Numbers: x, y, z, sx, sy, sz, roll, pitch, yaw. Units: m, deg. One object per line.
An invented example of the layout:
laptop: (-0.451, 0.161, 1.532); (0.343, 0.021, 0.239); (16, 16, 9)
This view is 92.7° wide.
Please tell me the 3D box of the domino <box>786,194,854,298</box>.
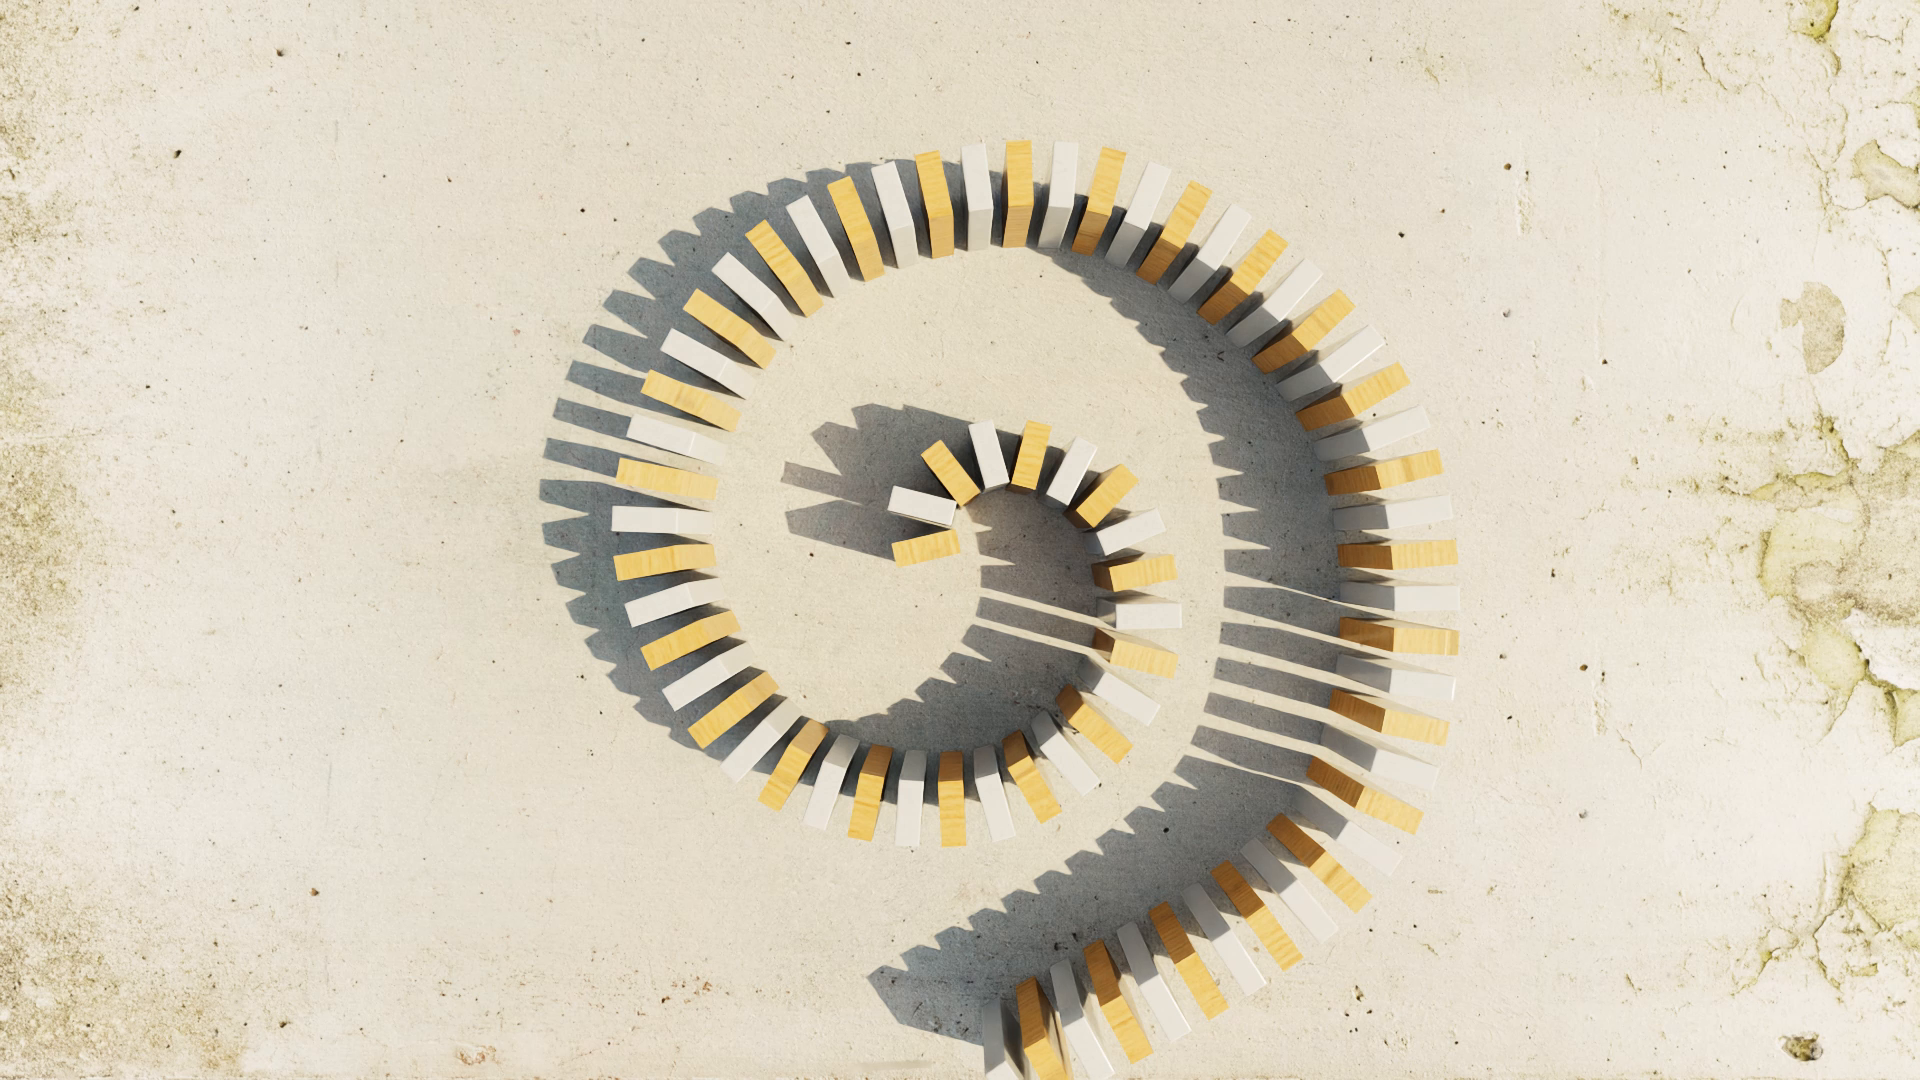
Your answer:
domino: (-0.057, -0.119, 0.375); (0.010, 0.050, 0.025); (-29, 90, 0)

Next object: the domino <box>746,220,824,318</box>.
domino: (-0.071, -0.110, 0.375); (0.010, 0.050, 0.025); (-38, 90, 0)

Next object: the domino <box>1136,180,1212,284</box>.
domino: (0.087, -0.124, 0.375); (0.010, 0.050, 0.025); (29, 90, 0)

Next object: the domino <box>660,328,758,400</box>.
domino: (-0.101, -0.071, 0.375); (0.025, 0.050, 0.010); (28, 90, 0)

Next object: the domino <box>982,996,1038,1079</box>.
domino: (0.020, 0.212, 0.375); (0.009, 0.050, 0.025); (-35, 90, 0)

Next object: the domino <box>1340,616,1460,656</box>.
domino: (0.178, 0.039, 0.375); (0.025, 0.050, 0.010); (3, 90, 0)

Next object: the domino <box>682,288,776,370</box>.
domino: (-0.093, -0.085, 0.375); (0.025, 0.050, 0.010); (34, 90, 0)

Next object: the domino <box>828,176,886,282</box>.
domino: (-0.042, -0.126, 0.375); (0.010, 0.050, 0.025); (-23, 90, 0)

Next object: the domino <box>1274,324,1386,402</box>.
domino: (0.150, -0.071, 0.375); (0.025, 0.050, 0.010); (-38, 90, 0)

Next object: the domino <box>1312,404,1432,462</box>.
domino: (0.167, -0.043, 0.375); (0.025, 0.050, 0.009); (-22, 90, 0)

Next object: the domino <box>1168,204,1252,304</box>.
domino: (0.101, -0.116, 0.375); (0.010, 0.050, 0.025); (33, 90, 0)

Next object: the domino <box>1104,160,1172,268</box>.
domino: (0.072, -0.132, 0.375); (0.009, 0.050, 0.025); (23, 90, 0)

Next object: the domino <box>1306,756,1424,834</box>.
domino: (0.164, 0.103, 0.375); (0.025, 0.050, 0.010); (24, 90, 0)

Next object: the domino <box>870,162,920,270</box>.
domino: (-0.026, -0.131, 0.375); (0.010, 0.050, 0.025); (-17, 90, 0)

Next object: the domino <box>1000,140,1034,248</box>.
domino: (0.023, -0.140, 0.375); (0.010, 0.050, 0.025); (-2, 90, 0)

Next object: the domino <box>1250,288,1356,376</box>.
domino: (0.139, -0.084, 0.375); (0.025, 0.050, 0.010); (-43, 90, 0)

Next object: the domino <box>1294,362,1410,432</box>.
domino: (0.159, -0.058, 0.375); (0.025, 0.050, 0.009); (-31, 90, 0)

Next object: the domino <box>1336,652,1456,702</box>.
domino: (0.177, 0.055, 0.375); (0.025, 0.050, 0.010); (7, 90, 0)

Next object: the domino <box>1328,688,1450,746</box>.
domino: (0.174, 0.072, 0.375); (0.025, 0.050, 0.010); (12, 90, 0)

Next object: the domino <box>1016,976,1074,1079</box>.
domino: (0.035, 0.203, 0.375); (0.010, 0.050, 0.025); (-30, 90, 0)

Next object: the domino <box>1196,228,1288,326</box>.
domino: (0.114, -0.106, 0.375); (0.010, 0.050, 0.025); (38, 90, 0)

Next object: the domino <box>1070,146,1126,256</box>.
domino: (0.056, -0.137, 0.375); (0.010, 0.050, 0.025); (14, 90, 0)

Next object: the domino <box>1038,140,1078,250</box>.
domino: (0.040, -0.140, 0.375); (0.010, 0.050, 0.025); (5, 90, 0)

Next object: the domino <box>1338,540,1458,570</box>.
domino: (0.178, 0.006, 0.375); (0.025, 0.050, 0.010); (-5, 90, 0)

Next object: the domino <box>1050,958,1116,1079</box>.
domino: (0.049, 0.195, 0.375); (0.009, 0.050, 0.025); (-29, 90, 0)

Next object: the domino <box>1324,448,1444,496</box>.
domino: (0.172, -0.027, 0.375); (0.025, 0.050, 0.010); (-15, 90, 0)

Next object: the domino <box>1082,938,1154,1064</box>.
domino: (0.064, 0.187, 0.375); (0.009, 0.050, 0.025); (-29, 90, 0)

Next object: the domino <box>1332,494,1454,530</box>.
domino: (0.175, -0.011, 0.375); (0.025, 0.050, 0.010); (-10, 90, 0)

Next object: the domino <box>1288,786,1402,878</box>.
domino: (0.156, 0.118, 0.375); (0.025, 0.050, 0.010); (34, 90, 0)

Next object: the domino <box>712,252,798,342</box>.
domino: (-0.083, -0.098, 0.375); (0.025, 0.050, 0.010); (42, 90, 0)

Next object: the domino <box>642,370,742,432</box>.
domino: (-0.109, -0.056, 0.375); (0.025, 0.050, 0.009); (23, 90, 0)

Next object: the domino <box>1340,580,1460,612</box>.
domino: (0.178, 0.022, 0.375); (0.025, 0.050, 0.010); (-1, 90, 0)

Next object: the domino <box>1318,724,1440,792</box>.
domino: (0.170, 0.088, 0.375); (0.025, 0.050, 0.009); (17, 90, 0)

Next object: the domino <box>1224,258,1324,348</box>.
domino: (0.127, -0.096, 0.375); (0.009, 0.050, 0.025); (42, 90, 0)

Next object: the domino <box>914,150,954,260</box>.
domino: (-0.010, -0.136, 0.375); (0.010, 0.050, 0.025); (-13, 90, 0)

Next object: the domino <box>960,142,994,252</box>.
domino: (0.006, -0.139, 0.375); (0.010, 0.050, 0.025); (-8, 90, 0)
